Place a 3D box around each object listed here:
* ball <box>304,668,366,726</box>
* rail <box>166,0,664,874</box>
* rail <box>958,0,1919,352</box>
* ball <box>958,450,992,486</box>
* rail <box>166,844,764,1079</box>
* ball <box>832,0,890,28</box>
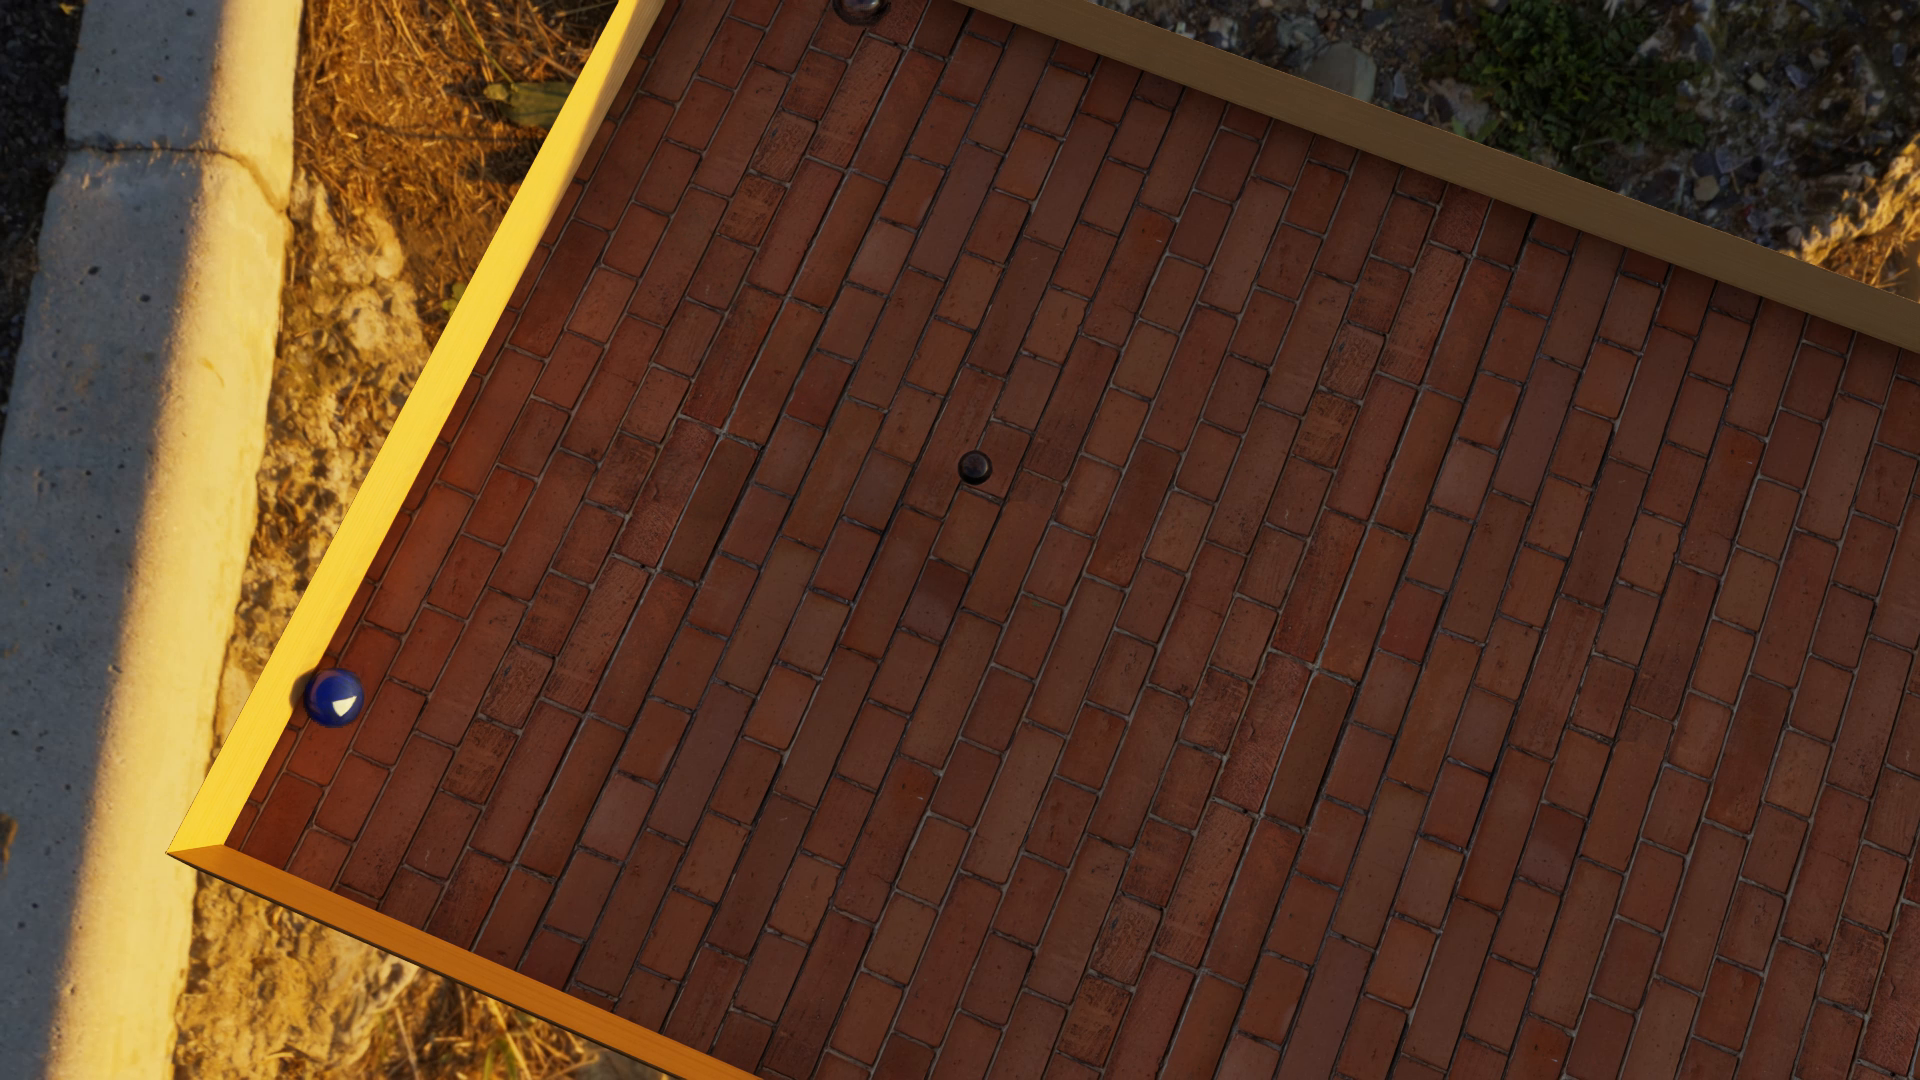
[{"bbox_3d":[-0.942,0.236,3.314,0.089,0.089,0.089,0,72,0],"label":"ball"},{"bbox_3d":[-0.771,-0.316,3.471,0.045,0.128,1.811,22,73,7],"label":"rail"},{"bbox_3d":[1.133,-0.469,3.521,3.436,0.128,0.045,22,73,7],"label":"rail"},{"bbox_3d":[0.023,-0.113,3.444,0.055,0.055,0.055,0,72,0],"label":"ball"},{"bbox_3d":[0.453,1.079,3.018,3.436,0.128,0.045,22,73,7],"label":"rail"},{"bbox_3d":[-0.166,-0.908,3.680,0.098,0.098,0.098,0,72,0],"label":"ball"}]
